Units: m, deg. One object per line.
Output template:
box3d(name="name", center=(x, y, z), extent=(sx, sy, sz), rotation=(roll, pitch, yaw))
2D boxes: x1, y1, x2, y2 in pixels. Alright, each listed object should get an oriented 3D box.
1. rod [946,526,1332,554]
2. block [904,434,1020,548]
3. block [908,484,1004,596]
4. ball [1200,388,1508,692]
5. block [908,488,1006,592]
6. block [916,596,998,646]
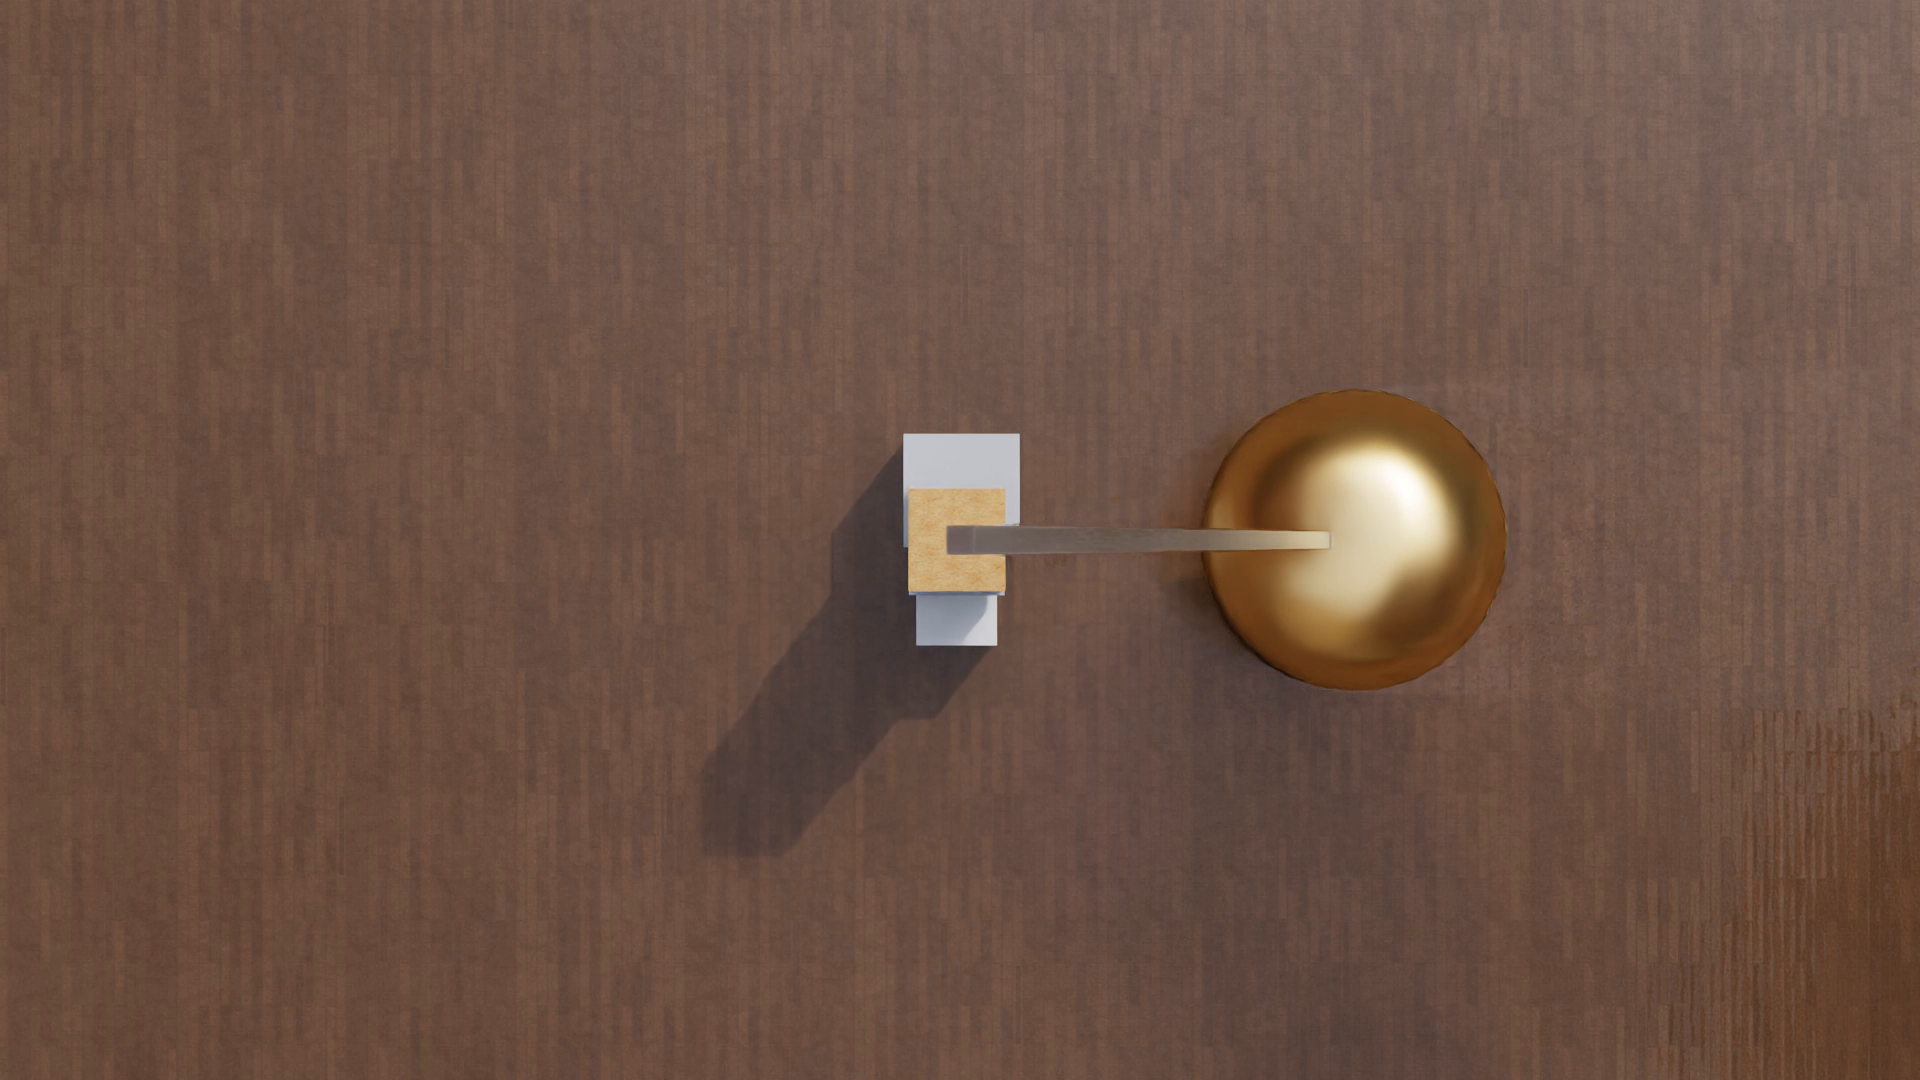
box3d(name="rod", center=(0.899, 0.000, 8.441), extent=(0.080, 5.200, 0.080), rotation=(0, 90, 20))
box3d(name="block", center=(0.009, -0.279, 12.706), extent=(0.655, 0.587, 0.641), rotation=(0, 90, 0))
box3d(name="block", center=(-0.018, 0.000, 12.117), extent=(0.513, 0.592, 0.595), rotation=(0, 90, 0))
box3d(name="ball", center=(2.074, 0.000, 11.631), extent=(1.600, 1.600, 1.600), rotation=(0, 90, 0))
box3d(name="block", center=(-0.016, 0.000, 11.578), extent=(0.500, 0.486, 0.528), rotation=(0, 90, 0))
box3d(name="block", center=(-0.019, 0.326, 12.761), extent=(0.460, 0.479, 0.548), rotation=(0, 90, 0))
